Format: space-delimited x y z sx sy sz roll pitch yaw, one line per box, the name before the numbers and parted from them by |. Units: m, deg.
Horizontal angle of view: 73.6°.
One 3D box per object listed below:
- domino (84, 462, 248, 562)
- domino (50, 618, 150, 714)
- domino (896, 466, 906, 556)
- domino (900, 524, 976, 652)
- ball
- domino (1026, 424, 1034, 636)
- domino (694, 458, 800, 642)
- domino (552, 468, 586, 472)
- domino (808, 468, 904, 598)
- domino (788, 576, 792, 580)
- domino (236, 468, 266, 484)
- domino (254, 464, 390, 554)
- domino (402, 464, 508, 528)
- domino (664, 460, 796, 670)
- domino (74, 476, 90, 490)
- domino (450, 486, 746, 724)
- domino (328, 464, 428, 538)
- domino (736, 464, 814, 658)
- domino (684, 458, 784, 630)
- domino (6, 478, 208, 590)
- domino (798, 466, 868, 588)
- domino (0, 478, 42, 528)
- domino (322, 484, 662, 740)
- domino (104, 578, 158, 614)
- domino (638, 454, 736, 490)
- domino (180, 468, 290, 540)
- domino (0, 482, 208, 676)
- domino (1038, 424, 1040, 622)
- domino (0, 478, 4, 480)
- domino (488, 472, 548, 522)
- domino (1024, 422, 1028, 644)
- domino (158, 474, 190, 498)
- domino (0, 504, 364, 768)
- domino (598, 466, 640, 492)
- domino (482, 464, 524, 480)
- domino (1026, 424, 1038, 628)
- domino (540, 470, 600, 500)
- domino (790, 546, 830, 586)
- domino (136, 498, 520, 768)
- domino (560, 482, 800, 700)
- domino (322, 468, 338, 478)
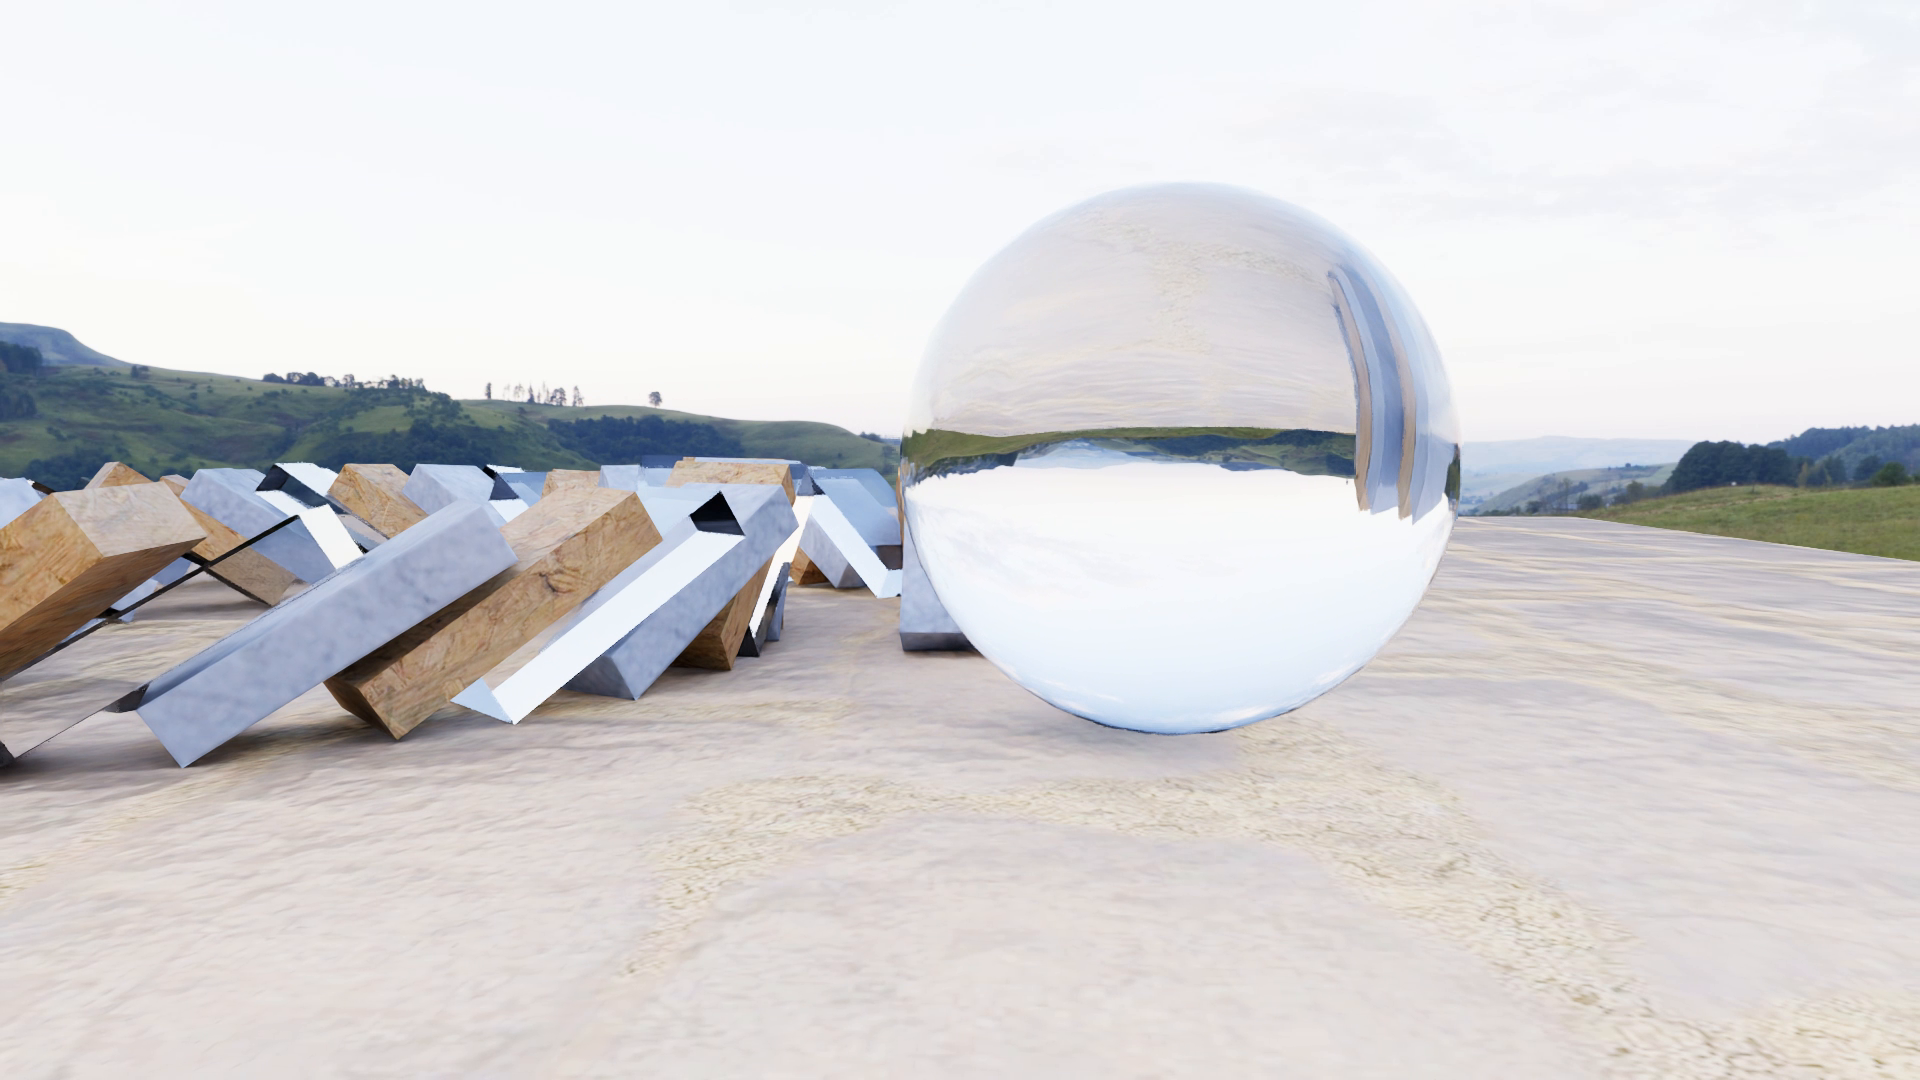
domino | -0.201 -0.002 0.337 0.025 0.010 0.050 3 -32 50
domino | -0.151 0.021 0.224 0.050 0.010 0.025 2 5 24
domino | -0.004 -0.002 0.361 0.025 0.009 0.050 0 38 -8
domino | 0.001 -0.001 0.271 0.025 0.050 0.010 0 -28 3
ball | 0.031 -0.012 0.189 0.080 0.080 0.080 0 4 0
domino | 0.004 -0.003 0.293 0.025 0.050 0.009 0 -28 3
domino | -0.051 0.001 0.292 0.025 0.010 0.050 2 43 -1
domino | -0.112 -0.007 0.429 0.050 0.009 0.025 33 11 18
domino | -0.024 -0.003 0.375 0.025 0.009 0.050 -3 38 -38
domino | -0.068 -0.004 0.411 0.050 0.009 0.025 36 25 32
domino | -0.209 -0.006 0.413 0.050 0.010 0.025 32 -6 -16
domino | -0.168 -0.003 0.361 0.050 0.010 0.025 36 0 -7
domino | -0.131 -0.003 0.366 0.050 0.009 0.025 37 12 13
domino | -0.052 0.004 0.258 0.025 0.009 0.050 2 42 10
domino | -0.243 -0.003 0.390 0.050 0.009 0.025 32 -14 -31
domino | -0.063 0.009 0.215 0.025 0.009 0.050 5 39 46
domino | -0.150 -0.003 0.364 0.050 0.009 0.025 35 5 2
domino | -0.049 0.003 0.273 0.025 0.009 0.050 1 42 9
domino | -0.055 0.000 0.308 0.025 0.009 0.050 1 43 -8
domino | -0.212 0.001 0.322 0.025 0.009 0.050 4 -25 41
domino | -0.039 -0.005 0.389 0.025 0.009 0.050 -1 37 -46
domino | -0.143 0.011 0.162 0.050 0.009 0.025 -35 6 6
domino | -0.074 0.009 0.203 0.025 0.009 0.050 7 40 47
domino | -0.222 0.005 0.303 0.025 0.009 0.050 3 -21 33
domino | -0.065 -0.002 0.323 0.025 0.009 0.050 -1 44 -24
domino | -0.185 -0.002 0.355 0.050 0.009 0.025 34 -3 -12
domino | -0.127 0.011 0.166 0.050 0.009 0.025 -35 7 0
domino | 0.007 -0.005 0.315 0.025 0.050 0.009 0 -28 3
domino | -0.257 -0.002 0.372 0.025 0.009 0.050 3 -25 44
domino | -0.108 -0.002 0.361 0.050 0.010 0.025 41 27 30
domino | 0.002 -0.002 0.282 0.025 0.050 0.009 0 -28 3
domino | -0.226 -0.004 0.404 0.050 0.009 0.025 30 -7 -21
domino | -0.109 0.013 0.175 0.050 0.009 0.025 -32 13 -13
domino | -0.076 -0.001 0.337 0.025 0.010 0.050 -3 40 -32
domino | -0.135 -0.007 0.430 0.050 0.009 0.025 32 3 4
domino | 0.006 -0.004 0.304 0.025 0.050 0.009 0 -28 3
domino | -0.092 -0.001 0.350 0.025 0.009 0.050 -4 38 -44
domino | -0.054 -0.006 0.400 0.025 0.009 0.050 -4 39 -50
domino | -0.091 0.012 0.187 0.050 0.010 0.025 -35 19 -21
domino | -0.054 0.008 0.234 0.025 0.009 0.050 3 37 33
domino | -0.190 -0.006 0.420 0.050 0.010 0.025 31 -2 -11
